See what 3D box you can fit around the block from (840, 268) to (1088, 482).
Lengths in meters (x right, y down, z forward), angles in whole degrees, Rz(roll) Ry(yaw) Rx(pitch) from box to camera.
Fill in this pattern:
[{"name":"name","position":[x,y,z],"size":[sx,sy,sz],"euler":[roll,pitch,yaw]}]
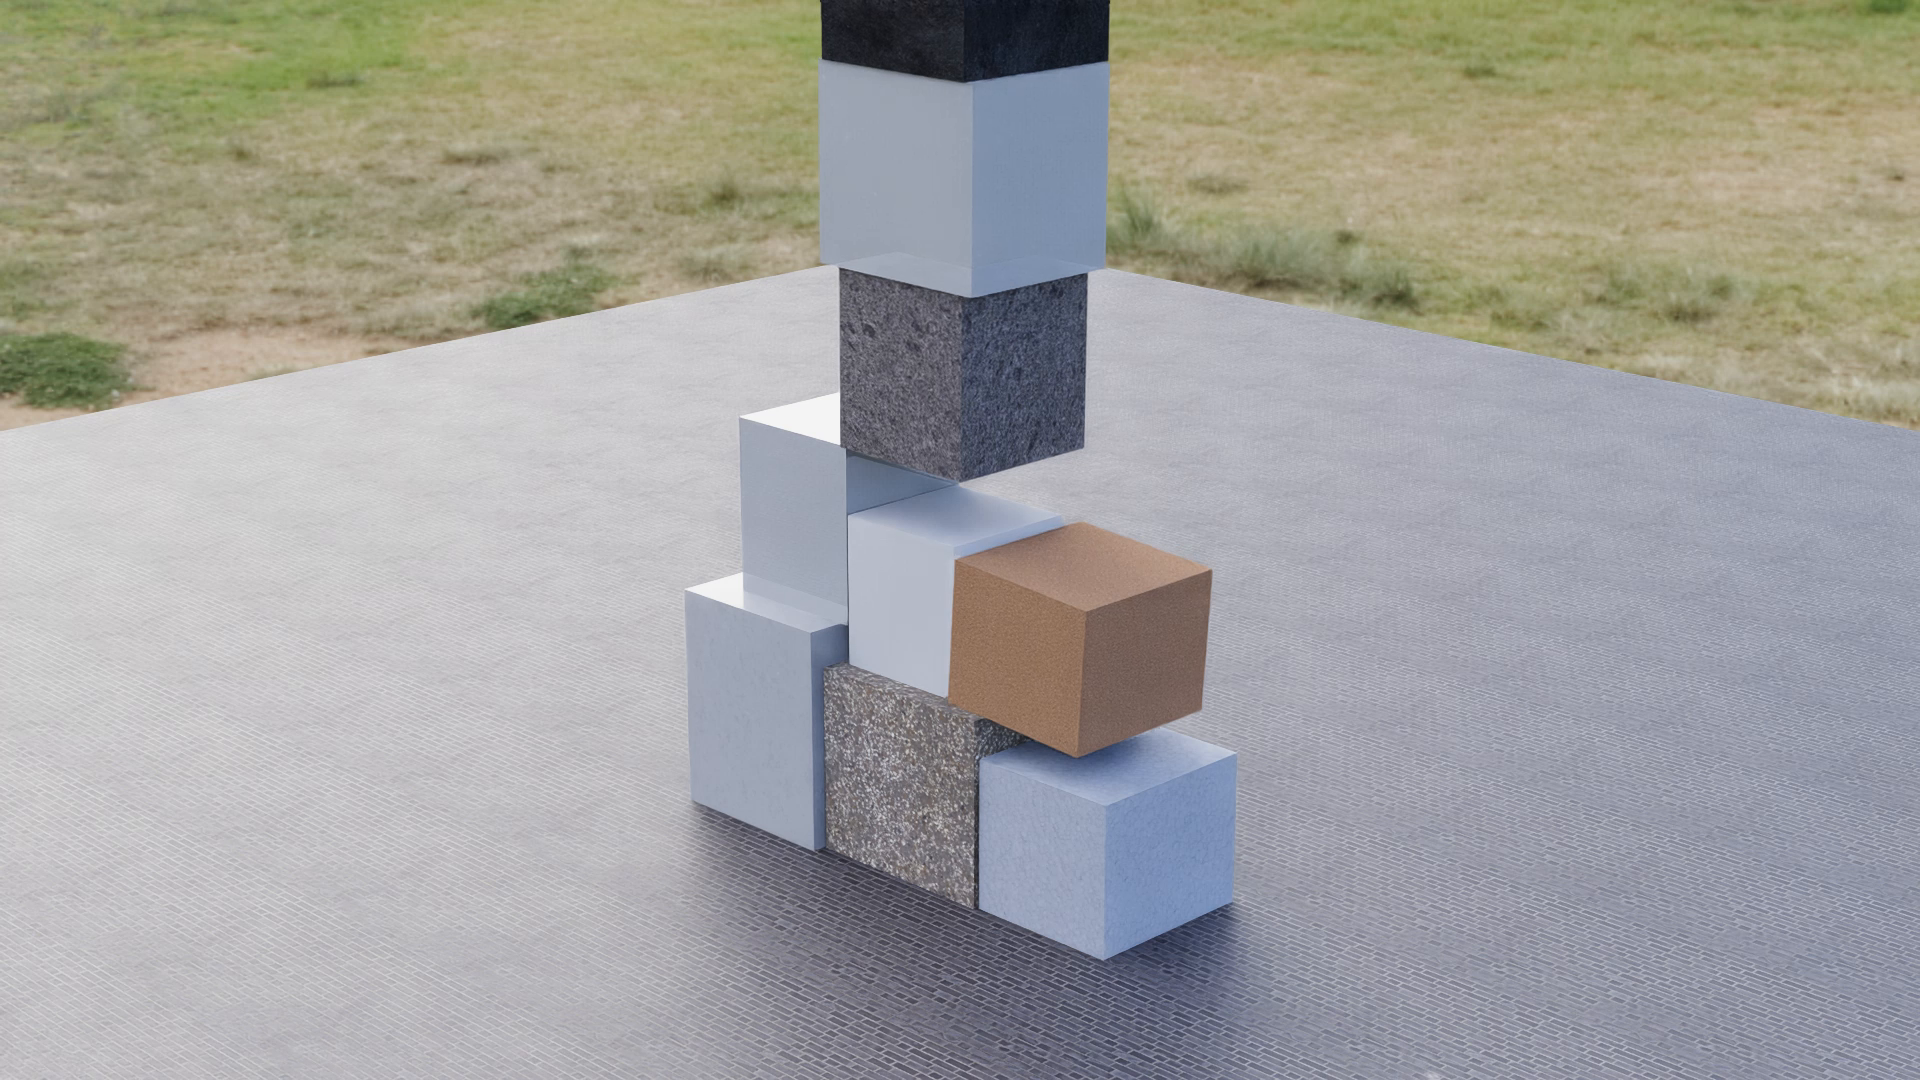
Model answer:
[{"name":"block","position":[0.014,-0.816,13.094],"size":[0.790,0.838,0.768],"euler":[-17,25,-42]}]

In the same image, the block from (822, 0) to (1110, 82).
[{"name":"block","position":[0.025,-2.434,12.572],"size":[0.889,0.750,0.866],"euler":[-17,25,-42]}]

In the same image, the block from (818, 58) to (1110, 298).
[{"name":"block","position":[0.013,-1.644,12.820],"size":[0.838,0.906,0.945],"euler":[-17,25,-42]}]

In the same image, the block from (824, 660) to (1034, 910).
[{"name":"block","position":[0.055,1.017,13.612],"size":[0.957,0.897,0.977],"euler":[-17,24,-42]}]

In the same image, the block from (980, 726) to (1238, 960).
[{"name":"block","position":[0.656,1.294,13.033],"size":[0.864,0.716,0.751],"euler":[-17,24,-42]}]

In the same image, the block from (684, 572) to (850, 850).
[{"name":"block","position":[-0.632,0.734,14.206],"size":[1.040,1.081,0.895],"euler":[-17,24,-42]}]

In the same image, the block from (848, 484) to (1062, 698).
[{"name":"block","position":[-0.023,0.229,13.427],"size":[0.696,0.718,0.681],"euler":[-17,24,-42]}]

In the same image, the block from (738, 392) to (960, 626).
[{"name":"block","position":[-0.520,-0.168,13.845],"size":[0.723,0.857,0.734],"euler":[-17,24,-42]}]

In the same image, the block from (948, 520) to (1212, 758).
[{"name":"block","position":[0.526,0.421,12.929],"size":[0.816,0.673,0.784],"euler":[-17,28,-42]}]
